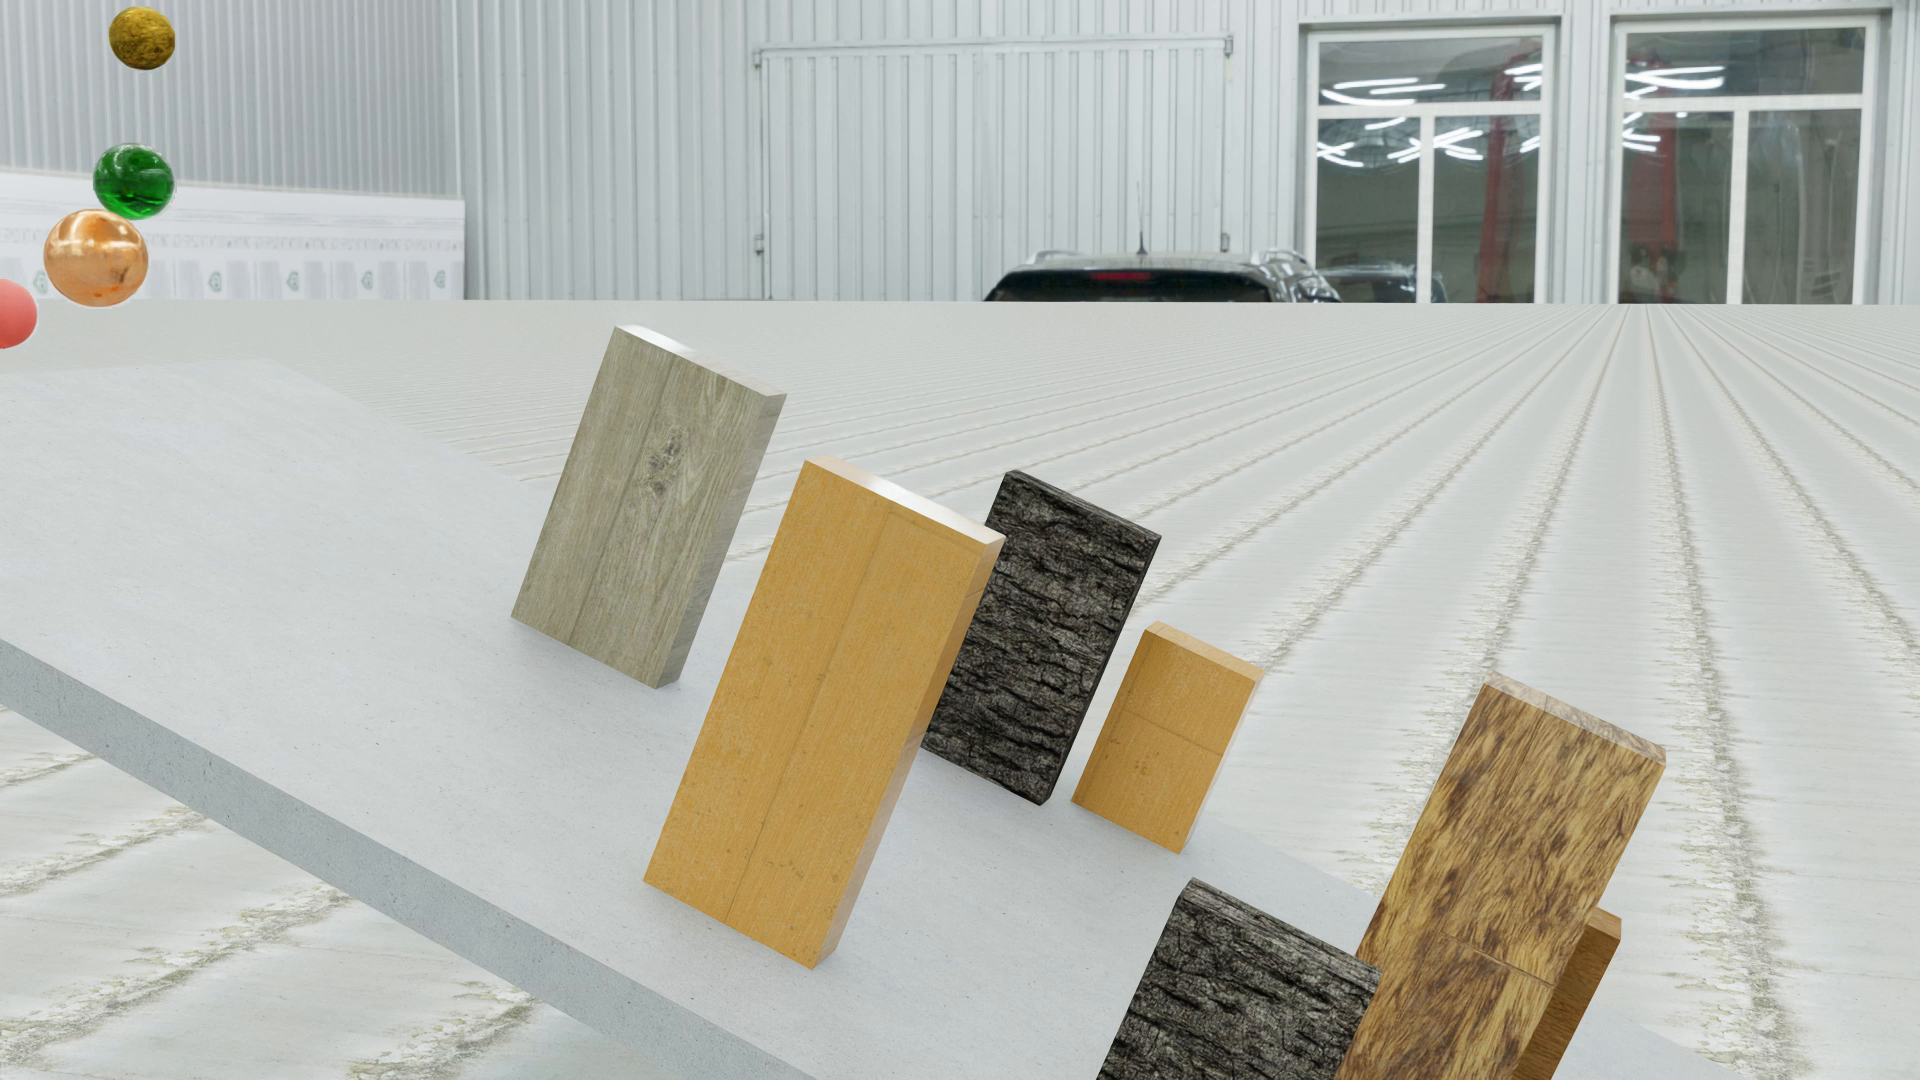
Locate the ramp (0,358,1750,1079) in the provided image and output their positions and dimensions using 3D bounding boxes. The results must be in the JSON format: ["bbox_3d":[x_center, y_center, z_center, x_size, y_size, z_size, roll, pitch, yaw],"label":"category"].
[{"bbox_3d":[-0.299,0.526,4.190,4.000,0.100,2.000,25,13,13],"label":"ramp"}]

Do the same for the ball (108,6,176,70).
[{"bbox_3d":[-1.600,-0.982,4.304,0.123,0.123,0.123,0,7,0],"label":"ball"}]

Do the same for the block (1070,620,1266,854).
[{"bbox_3d":[0.445,0.420,4.701,0.257,0.413,0.129,25,13,13],"label":"block"}]

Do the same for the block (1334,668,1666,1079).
[{"bbox_3d":[0.835,0.639,3.593,0.302,0.795,0.139,25,13,13],"label":"block"}]

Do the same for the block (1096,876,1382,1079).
[{"bbox_3d":[0.352,0.752,3.058,0.288,0.474,0.100,25,13,13],"label":"block"}]

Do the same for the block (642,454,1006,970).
[{"bbox_3d":[-0.219,0.271,3.466,0.313,0.742,0.110,25,13,13],"label":"block"}]

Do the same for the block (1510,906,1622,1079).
[{"bbox_3d":[0.908,0.797,3.880,0.346,0.436,0.134,25,13,13],"label":"block"}]

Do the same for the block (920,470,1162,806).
[{"bbox_3d":[0.143,0.204,4.616,0.340,0.617,0.083,25,13,13],"label":"block"}]

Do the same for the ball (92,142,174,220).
[{"bbox_3d":[-1.695,-0.735,4.509,0.159,0.159,0.159,0,7,0],"label":"ball"}]

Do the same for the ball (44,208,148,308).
[{"bbox_3d":[-1.692,-0.552,4.307,0.192,0.192,0.192,0,7,0],"label":"ball"}]

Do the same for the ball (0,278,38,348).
[{"bbox_3d":[-2.026,-0.478,4.639,0.147,0.147,0.147,0,7,0],"label":"ball"}]

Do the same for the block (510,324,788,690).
[{"bbox_3d":[-0.626,-0.068,4.404,0.345,0.638,0.113,25,13,13],"label":"block"}]
